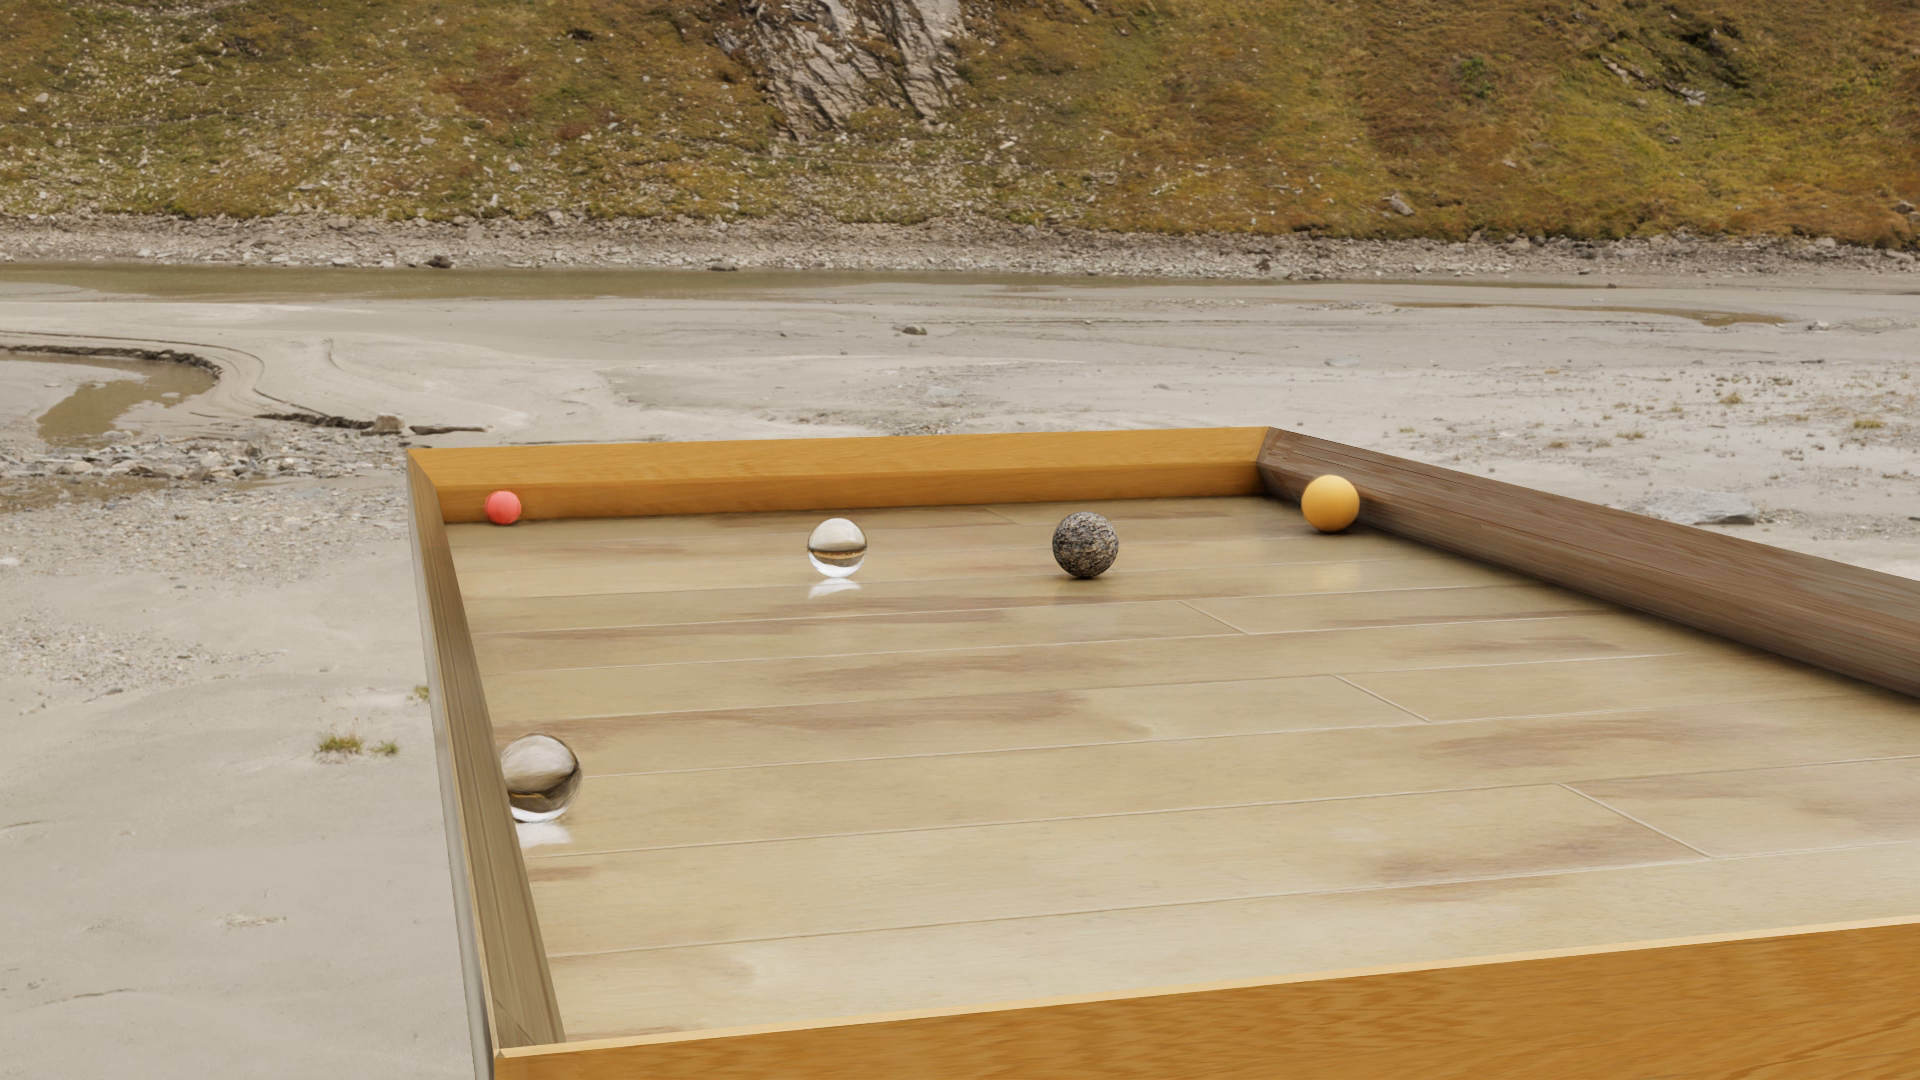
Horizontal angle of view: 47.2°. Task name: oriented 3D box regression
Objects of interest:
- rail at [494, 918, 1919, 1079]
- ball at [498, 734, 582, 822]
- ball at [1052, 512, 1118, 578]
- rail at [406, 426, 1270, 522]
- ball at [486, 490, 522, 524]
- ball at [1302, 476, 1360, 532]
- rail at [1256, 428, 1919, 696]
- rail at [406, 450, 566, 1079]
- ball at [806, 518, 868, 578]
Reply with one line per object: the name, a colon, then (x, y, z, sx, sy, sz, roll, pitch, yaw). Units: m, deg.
rail: (0.531, 0.274, 1.280, 1.571, 0.125, 0.045, -2, 9, -15)
ball: (-0.367, 0.206, 1.904, 0.077, 0.077, 0.077, 0, 8, 0)
ball: (0.181, 0.006, 3.179, 0.096, 0.096, 0.096, 0, 8, 0)
rail: (-0.173, -0.117, 3.904, 1.571, 0.125, 0.045, -2, 9, -15)
ball: (-0.771, -0.054, 3.715, 0.058, 0.058, 0.058, 0, 8, 0)
ball: (0.612, -0.059, 3.627, 0.094, 0.094, 0.094, 0, 8, 0)
rail: (0.915, 0.049, 2.785, 0.045, 0.125, 2.792, -2, 9, -15)
rail: (-0.557, 0.107, 2.399, 0.045, 0.125, 2.792, -2, 9, -15)
ball: (-0.177, 0.011, 3.176, 0.088, 0.088, 0.088, 0, 8, 0)
